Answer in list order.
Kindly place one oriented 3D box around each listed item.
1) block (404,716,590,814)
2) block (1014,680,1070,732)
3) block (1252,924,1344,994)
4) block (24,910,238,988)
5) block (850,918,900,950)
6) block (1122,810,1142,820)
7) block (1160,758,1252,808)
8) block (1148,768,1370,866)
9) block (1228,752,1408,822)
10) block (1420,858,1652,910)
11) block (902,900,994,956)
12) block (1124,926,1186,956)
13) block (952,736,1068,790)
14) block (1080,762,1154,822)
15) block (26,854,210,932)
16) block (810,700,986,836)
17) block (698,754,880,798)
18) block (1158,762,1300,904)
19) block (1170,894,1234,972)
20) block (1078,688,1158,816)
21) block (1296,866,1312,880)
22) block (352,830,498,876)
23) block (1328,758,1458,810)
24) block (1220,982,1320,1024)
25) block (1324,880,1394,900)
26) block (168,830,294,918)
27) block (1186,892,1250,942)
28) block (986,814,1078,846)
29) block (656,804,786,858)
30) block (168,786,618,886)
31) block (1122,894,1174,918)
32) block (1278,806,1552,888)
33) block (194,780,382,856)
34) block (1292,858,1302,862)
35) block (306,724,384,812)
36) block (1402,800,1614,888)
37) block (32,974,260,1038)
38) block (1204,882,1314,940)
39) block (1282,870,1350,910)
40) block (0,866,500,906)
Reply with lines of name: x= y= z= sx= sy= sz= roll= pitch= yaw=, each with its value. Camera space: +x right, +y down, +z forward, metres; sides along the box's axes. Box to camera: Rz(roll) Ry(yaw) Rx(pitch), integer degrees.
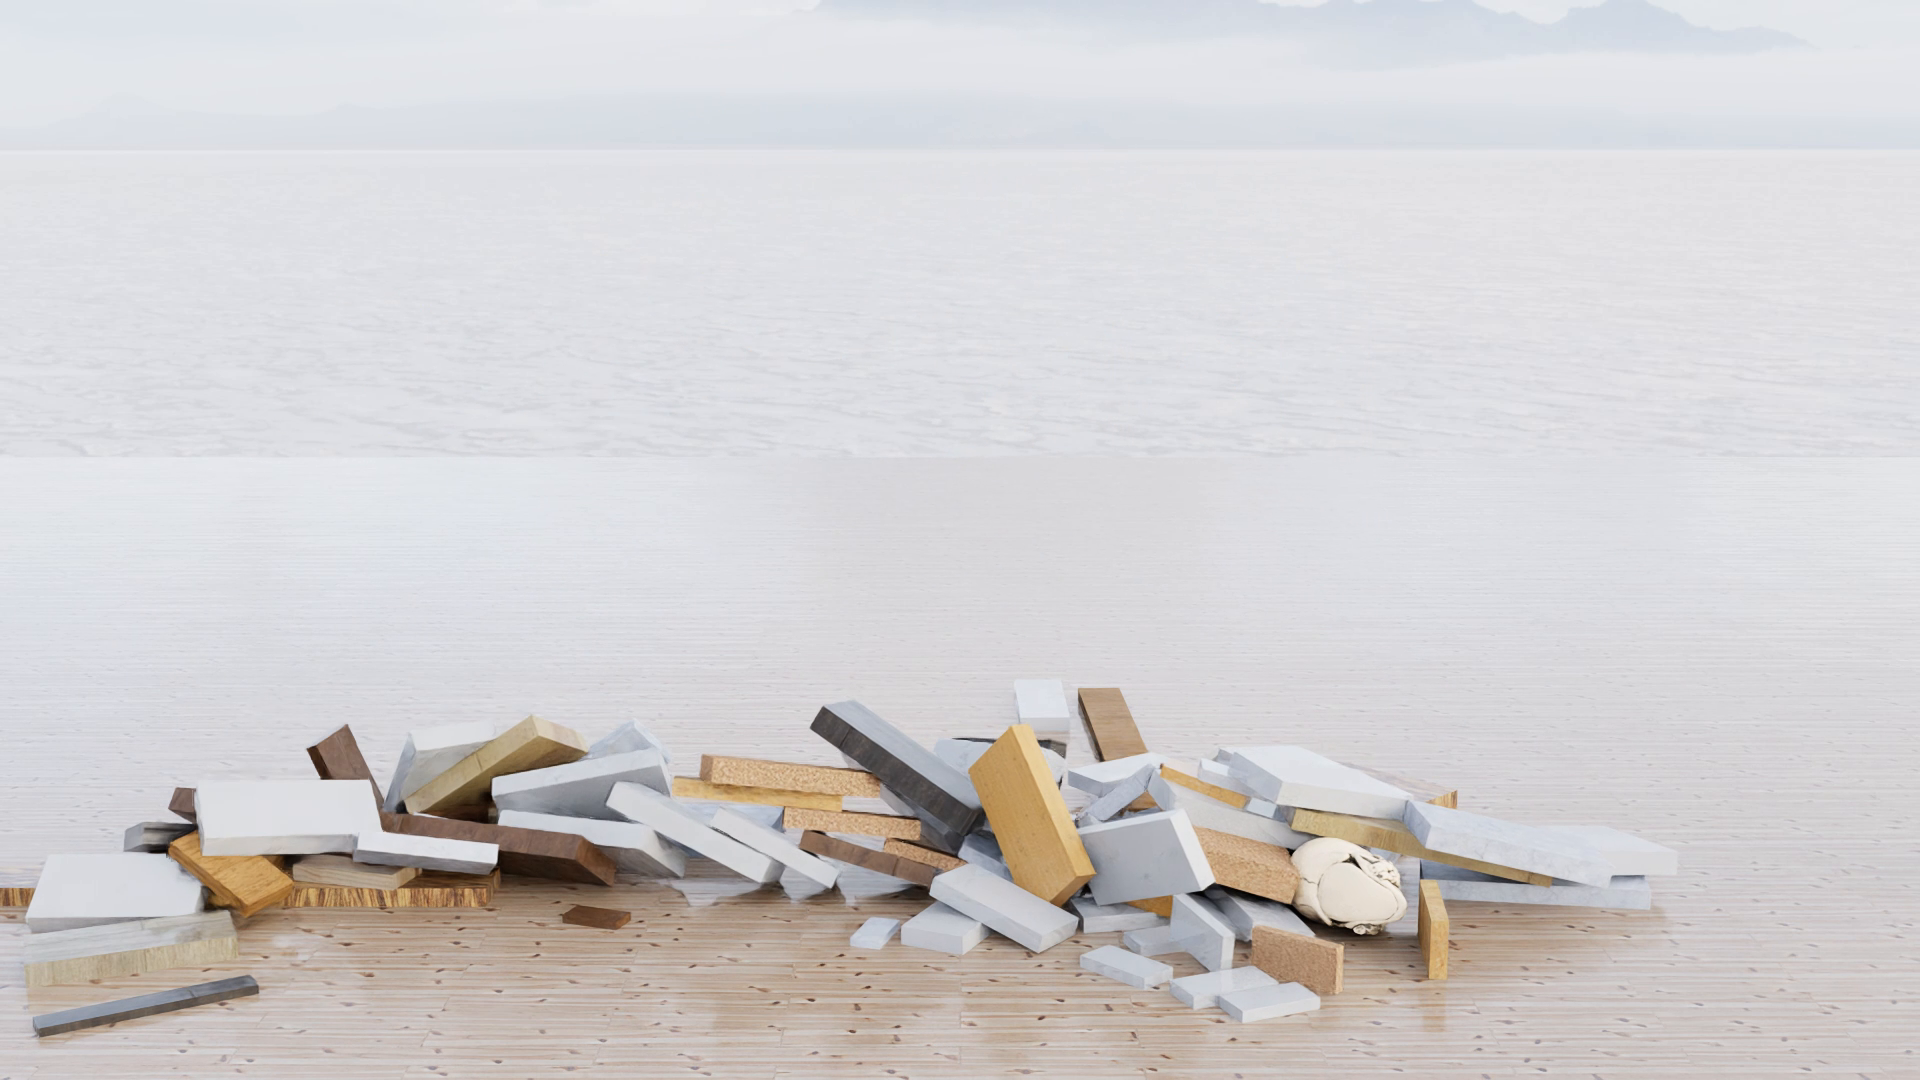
block: x=-0.819 y=0.417 z=3.889 sx=0.295 sy=0.042 sz=0.148 roll=-33 pitch=-29 yaw=15
block: x=0.178 y=0.361 z=4.823 sx=0.105 sy=0.030 sz=0.329 roll=0 pitch=11 yaw=-1
block: x=0.503 y=0.626 z=3.282 sx=0.142 sy=0.071 sz=0.020 roll=8 pitch=13 yaw=37
block: x=-1.273 y=0.625 z=3.377 sx=0.301 sy=0.037 sz=0.131 roll=-5 pitch=11 yaw=-23
block: x=-0.134 y=0.620 z=3.469 sx=0.049 sy=0.014 sz=0.097 roll=3 pitch=11 yaw=17
block: x=0.394 y=0.516 z=3.762 sx=0.219 sy=0.031 sz=0.109 roll=19 pitch=0 yaw=-26
block: x=0.409 y=0.403 z=3.639 sx=0.146 sy=0.021 sz=0.073 roll=20 pitch=10 yaw=16
block: x=0.496 y=0.460 z=3.651 sx=0.352 sy=0.040 sz=0.141 roll=15 pitch=10 yaw=-14
block: x=0.591 y=0.406 z=3.628 sx=0.273 sy=0.039 sz=0.136 roll=11 pitch=10 yaw=-31
block: x=0.957 y=0.572 z=3.674 sx=0.364 sy=0.033 sz=0.115 roll=2 pitch=11 yaw=9
block: x=0.003 y=0.604 z=3.509 sx=0.107 sy=0.030 sz=0.214 roll=5 pitch=12 yaw=26
block: x=0.328 y=0.624 z=3.436 sx=0.130 sy=0.018 sz=0.065 roll=-4 pitch=11 yaw=-20
block: x=0.078 y=0.432 z=3.982 sx=0.040 sy=0.140 sz=0.280 roll=18 pitch=-14 yaw=-36
block: x=0.287 y=0.456 z=3.922 sx=0.122 sy=0.035 sz=0.245 roll=-38 pitch=-7 yaw=8
block: x=-1.345 y=0.566 z=3.530 sx=0.261 sy=0.037 sz=0.131 roll=0 pitch=41 yaw=-2
block: x=-0.089 y=0.382 z=3.710 sx=0.319 sy=0.045 sz=0.160 roll=34 pitch=9 yaw=14
block: x=-0.287 y=0.397 z=3.694 sx=0.282 sy=0.040 sz=0.141 roll=7 pitch=-5 yaw=-15
block: x=0.439 y=0.484 z=3.683 sx=0.178 sy=0.050 sz=0.457 roll=17 pitch=10 yaw=-4
block: x=0.368 y=0.602 z=3.351 sx=0.020 sy=0.071 sz=0.142 roll=-6 pitch=21 yaw=-26
block: x=0.328 y=0.425 z=4.486 sx=0.092 sy=0.026 sz=0.893 roll=0 pitch=11 yaw=-2
block: x=0.422 y=0.529 z=3.649 sx=0.315 sy=0.031 sz=0.109 roll=13 pitch=10 yaw=-23
block: x=-0.873 y=0.511 z=3.591 sx=0.221 sy=0.031 sz=0.110 roll=9 pitch=-20 yaw=-17
block: x=0.734 y=0.476 z=4.143 sx=0.178 sy=0.050 sz=0.356 roll=-10 pitch=15 yaw=-44
block: x=0.449 y=0.670 z=3.188 sx=0.130 sy=0.018 sz=0.065 roll=-5 pitch=11 yaw=-23
block: x=0.658 y=0.583 z=3.662 sx=0.117 sy=0.017 sz=0.059 roll=0 pitch=11 yaw=0
block: x=-1.172 y=0.528 z=3.537 sx=0.185 sy=0.026 sz=0.093 roll=31 pitch=31 yaw=22
block: x=0.404 y=0.597 z=3.493 sx=0.065 sy=0.018 sz=0.130 roll=20 pitch=5 yaw=-26
block: x=0.121 y=0.530 z=3.907 sx=0.107 sy=0.030 sz=0.232 roll=4 pitch=11 yaw=23
block: x=-0.491 y=0.518 z=3.934 sx=0.330 sy=0.045 sz=0.160 roll=1 pitch=11 yaw=8
block: x=-0.981 y=0.508 z=3.779 sx=0.803 sy=0.042 sz=0.148 roll=4 pitch=-25 yaw=19
block: x=0.293 y=0.553 z=3.528 sx=0.146 sy=0.073 sz=0.021 roll=10 pitch=14 yaw=44
block: x=0.752 y=0.490 z=3.638 sx=0.443 sy=0.035 sz=0.122 roll=13 pitch=10 yaw=-5
block: x=-1.107 y=0.457 z=3.625 sx=0.280 sy=0.040 sz=0.140 roll=2 pitch=32 yaw=-26
block: x=0.600 y=0.533 z=3.886 sx=0.230 sy=0.033 sz=0.115 roll=0 pitch=11 yaw=-2
block: x=-1.102 y=0.435 z=3.964 sx=0.026 sy=0.185 sz=0.093 roll=-17 pitch=13 yaw=26
block: x=0.894 y=0.496 z=3.594 sx=0.313 sy=0.039 sz=0.136 roll=13 pitch=10 yaw=-6
block: x=-1.176 y=0.673 z=3.183 sx=0.305 sy=0.014 sz=0.049 roll=-6 pitch=12 yaw=-31
block: x=0.474 y=0.593 z=3.496 sx=0.105 sy=0.030 sz=0.211 roll=14 pitch=7 yaw=-15
block: x=0.574 y=0.578 z=3.624 sx=0.117 sy=0.017 sz=0.058 roll=-15 pitch=14 yaw=-15
block: x=-1.309 y=0.576 z=3.660 sx=1.065 sy=0.031 sz=0.110 roll=0 pitch=11 yaw=0
